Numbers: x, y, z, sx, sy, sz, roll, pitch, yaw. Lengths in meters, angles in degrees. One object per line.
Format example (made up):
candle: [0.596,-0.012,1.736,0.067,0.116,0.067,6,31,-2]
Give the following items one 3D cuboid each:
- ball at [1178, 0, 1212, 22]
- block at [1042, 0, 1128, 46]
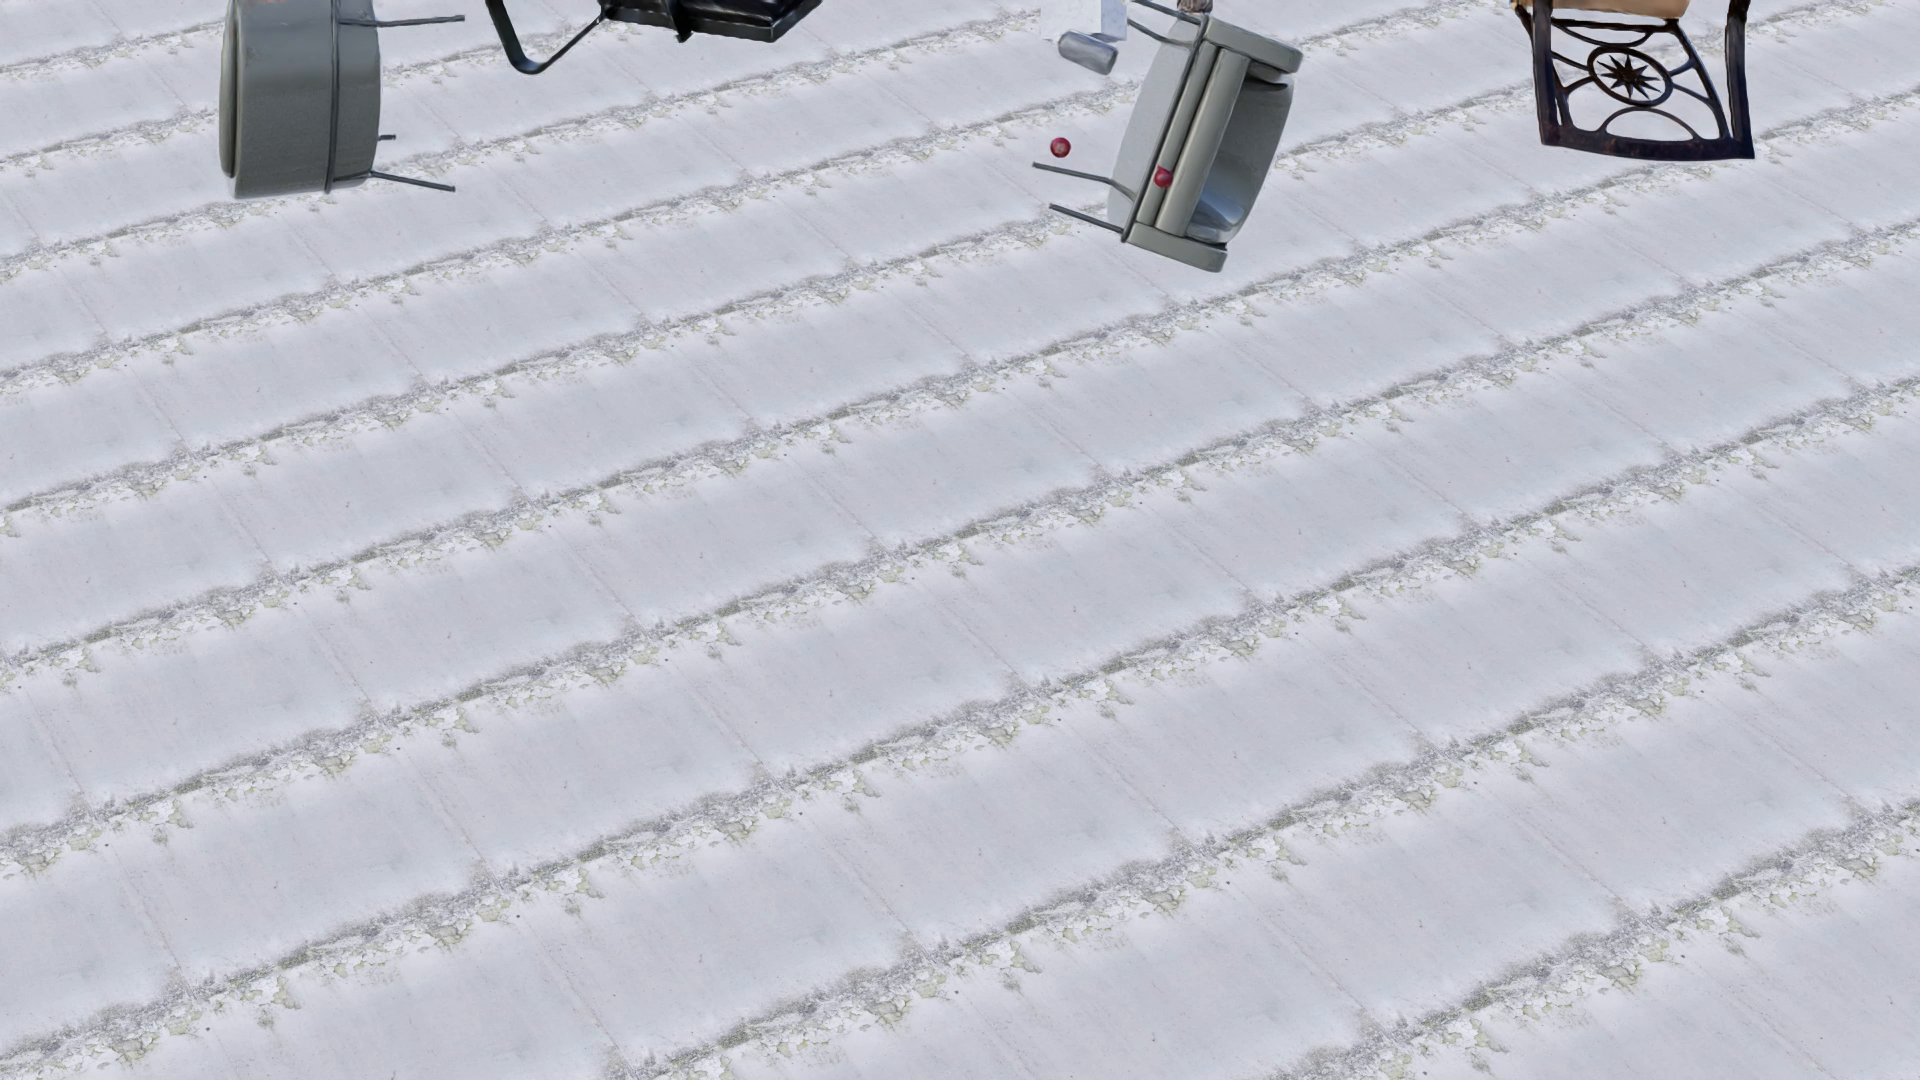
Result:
ball: [0.849,-1.936,10.594,0.129,0.129,0.129,0,33,0]
block: [0.383,-1.595,9.027,0.205,0.110,0.177,-1,1,30]
